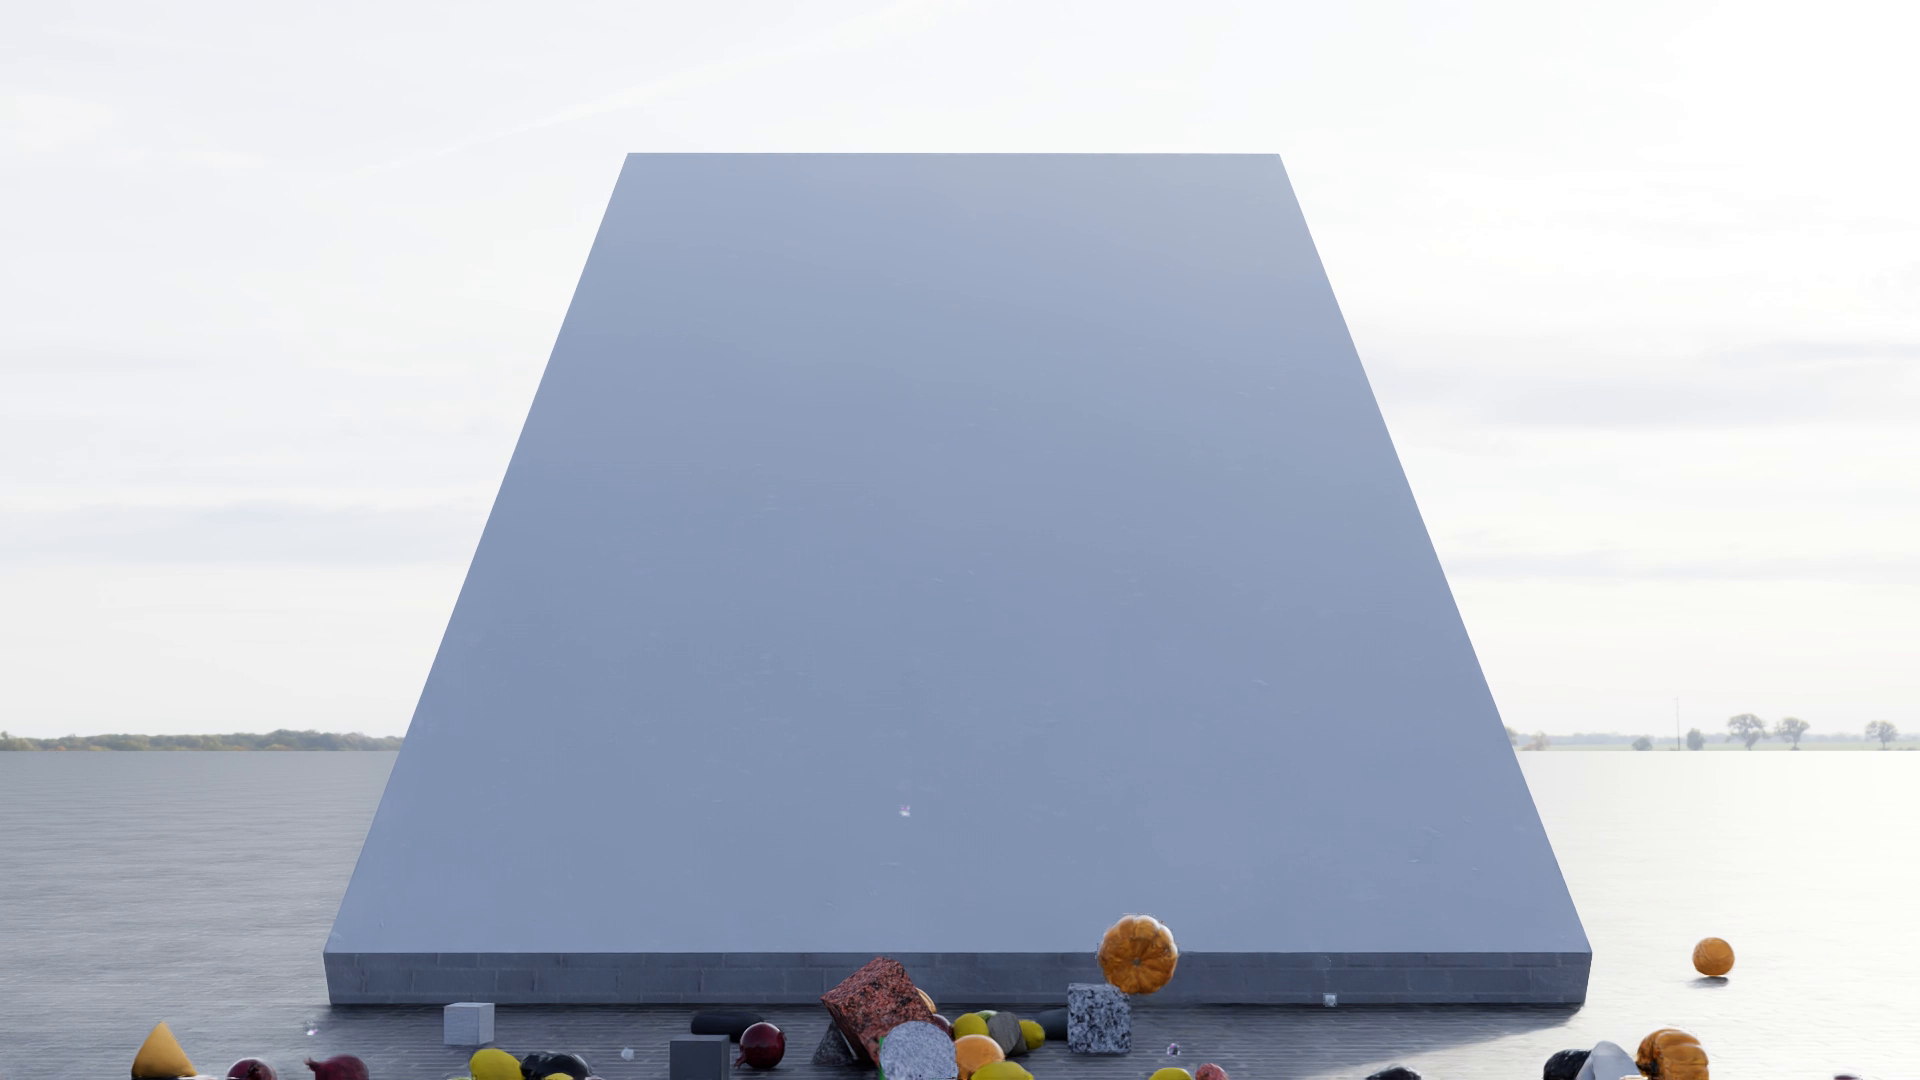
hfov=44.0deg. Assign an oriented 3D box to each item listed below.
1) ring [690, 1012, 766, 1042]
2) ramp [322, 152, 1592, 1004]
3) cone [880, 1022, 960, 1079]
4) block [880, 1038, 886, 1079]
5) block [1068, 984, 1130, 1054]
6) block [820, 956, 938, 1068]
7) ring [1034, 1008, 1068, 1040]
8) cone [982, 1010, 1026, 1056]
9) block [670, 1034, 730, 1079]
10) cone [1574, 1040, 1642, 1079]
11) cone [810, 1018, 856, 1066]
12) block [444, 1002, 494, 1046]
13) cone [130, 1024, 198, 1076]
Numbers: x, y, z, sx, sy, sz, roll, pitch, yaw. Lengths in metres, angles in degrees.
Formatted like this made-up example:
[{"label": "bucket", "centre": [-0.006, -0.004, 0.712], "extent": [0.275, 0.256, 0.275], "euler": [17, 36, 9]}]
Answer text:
[{"label": "ring", "centre": [-0.325, 0.682, 3.329], "extent": [0.104, 0.035, 0.104], "euler": [1, -6, 0]}, {"label": "ramp", "centre": [-0.011, -0.225, 5.540], "extent": [2.000, 0.100, 4.000], "euler": [0, 27, 0]}, {"label": "cone", "centre": [-0.060, 0.632, 2.811], "extent": [0.096, 0.096, 0.096], "euler": [2, -32, -18]}, {"label": "block", "centre": [-0.062, 0.638, 2.922], "extent": [0.051, 0.051, 0.051], "euler": [4, -7, -42]}, {"label": "block", "centre": [0.189, 0.647, 3.220], "extent": [0.083, 0.083, 0.083], "euler": [0, -5, 3]}, {"label": "block", "centre": [-0.106, 0.611, 3.084], "extent": [0.096, 0.096, 0.096], "euler": [-34, 6, -18]}, {"label": "ring", "centre": [0.156, 0.683, 3.350], "extent": [0.104, 0.035, 0.104], "euler": [-2, -4, 0]}, {"label": "cone", "centre": [0.072, 0.669, 3.153], "extent": [0.065, 0.065, 0.065], "euler": [-3, -41, 33]}, {"label": "block", "centre": [-0.311, 0.626, 2.838], "extent": [0.062, 0.062, 0.062], "euler": [0, -5, 4]}, {"label": "cone", "centre": [0.709, 0.623, 2.680], "extent": [0.089, 0.089, 0.089], "euler": [5, -33, -43]}, {"label": "cone", "centre": [-0.164, 0.647, 3.079], "extent": [0.059, 0.059, 0.059], "euler": [0, -5, 0]}, {"label": "block", "centre": [-0.679, 0.669, 3.290], "extent": [0.052, 0.052, 0.052], "euler": [-1, -5, 12]}, {"label": "cone", "centre": [-0.976, 0.650, 2.950], "extent": [0.073, 0.073, 0.073], "euler": [27, -5, 1]}]
